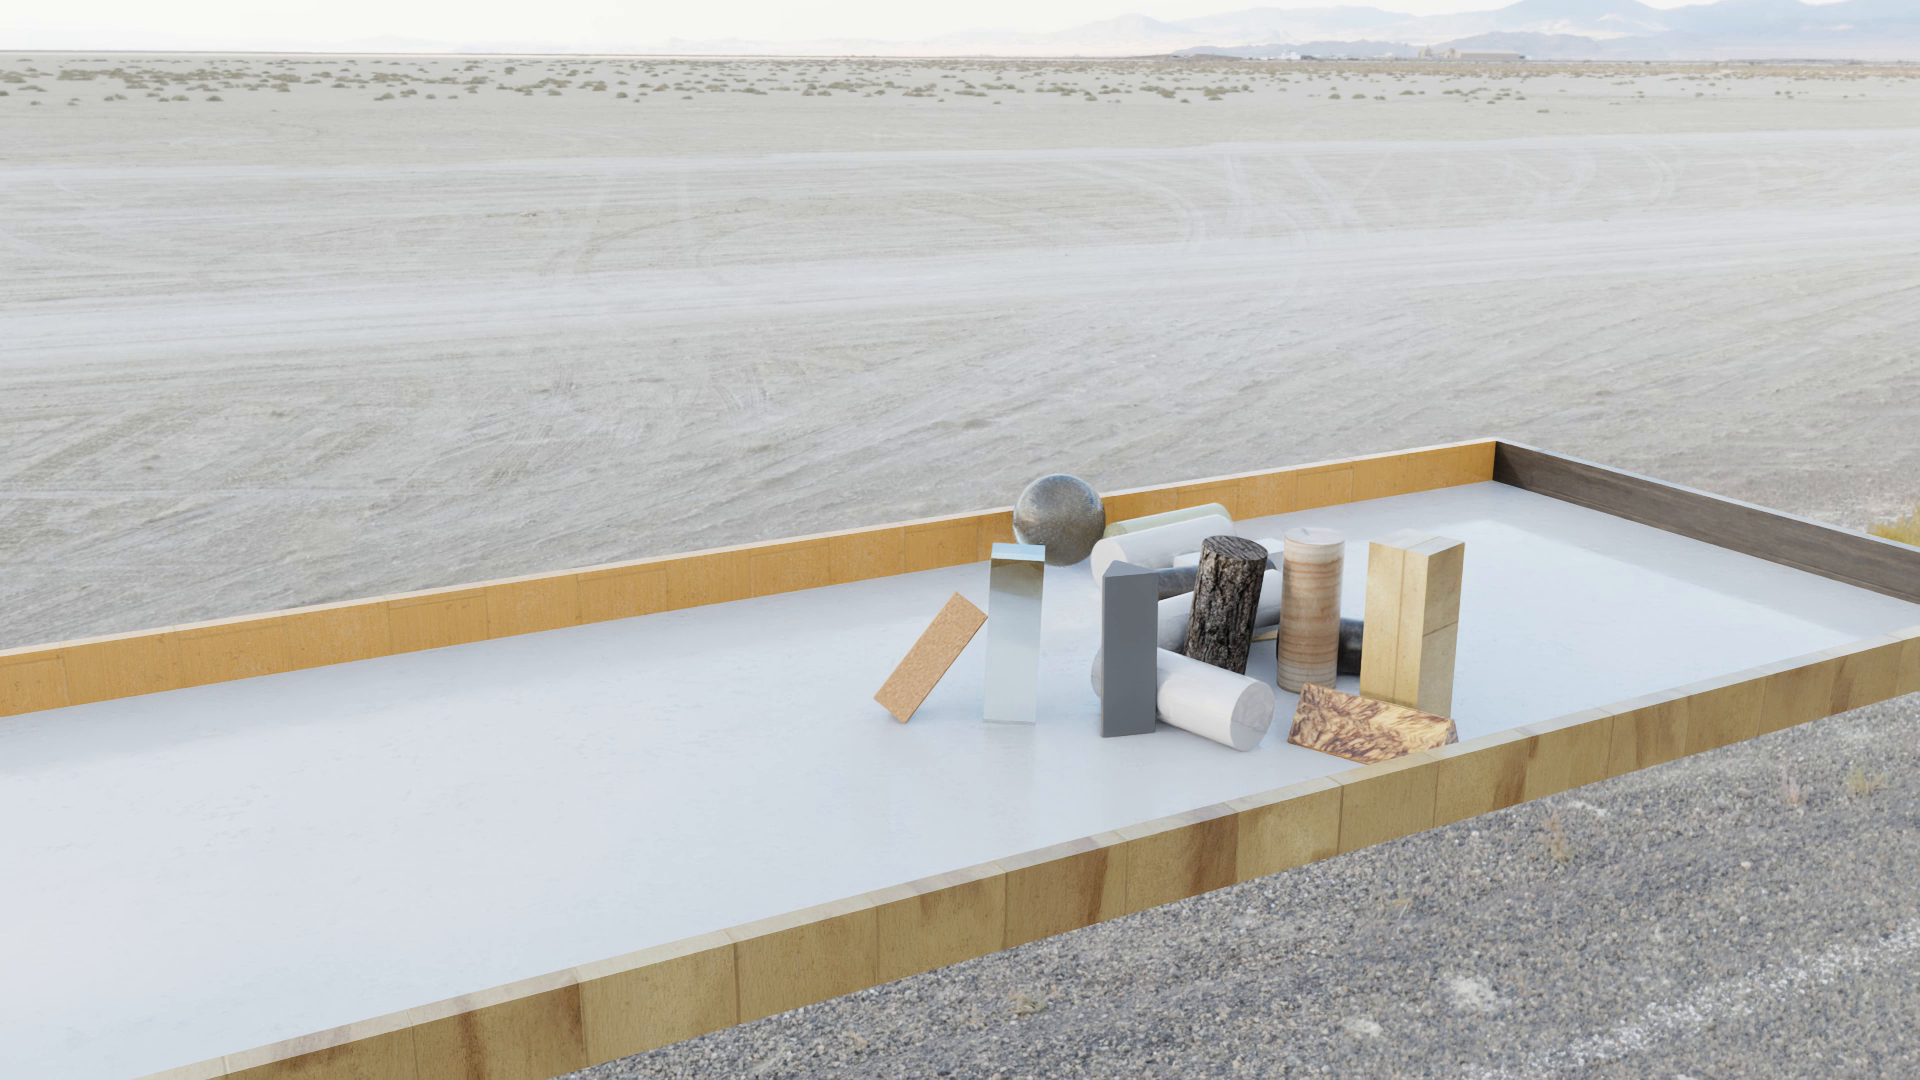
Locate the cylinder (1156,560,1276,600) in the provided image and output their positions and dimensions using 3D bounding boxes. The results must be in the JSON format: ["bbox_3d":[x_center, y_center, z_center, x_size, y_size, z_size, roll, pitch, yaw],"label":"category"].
[{"bbox_3d":[0.680,0.145,4.586,0.392,0.156,0.156,-6,17,-18],"label":"cylinder"}]

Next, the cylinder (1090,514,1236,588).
[{"bbox_3d":[0.614,0.041,4.922,0.444,0.167,0.167,-12,20,-35],"label":"cylinder"}]

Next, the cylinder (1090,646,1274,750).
[{"bbox_3d":[0.516,0.353,3.863,0.163,0.163,0.420,-15,22,-41],"label":"cylinder"}]

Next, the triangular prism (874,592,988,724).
[{"bbox_3d":[-0.067,0.279,3.923,0.098,0.319,0.084,38,-1,4],"label":"triangular prism"}]

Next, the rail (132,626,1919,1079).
[{"bbox_3d":[-2.336,1.006,1.665,12.000,0.150,0.050,-9,18,-27],"label":"rail"}]

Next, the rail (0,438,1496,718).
[{"bbox_3d":[-3.305,0.497,3.399,12.000,0.150,0.050,-9,18,-27],"label":"rail"}]

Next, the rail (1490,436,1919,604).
[{"bbox_3d":[2.466,-0.048,5.253,0.050,0.150,2.100,-9,18,-27],"label":"rail"}]

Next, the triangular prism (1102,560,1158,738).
[{"bbox_3d":[0.374,0.249,3.815,0.132,0.390,0.114,-5,17,-13],"label":"triangular prism"}]

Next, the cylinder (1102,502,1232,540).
[{"bbox_3d":[0.649,-0.013,5.138,0.411,0.147,0.147,-11,20,-33],"label":"cylinder"}]

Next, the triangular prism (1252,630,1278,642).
[{"bbox_3d":[0.782,0.191,4.470,0.448,0.125,0.144,-5,18,-18],"label":"triangular prism"}]

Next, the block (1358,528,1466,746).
[{"bbox_3d":[1.036,0.221,3.795,0.152,0.454,0.152,-15,22,-41],"label":"block"}]

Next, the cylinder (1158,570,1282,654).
[{"bbox_3d":[0.641,0.206,4.289,0.453,0.158,0.158,-14,21,-23],"label":"cylinder"}]

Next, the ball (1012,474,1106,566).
[{"bbox_3d":[0.304,-0.061,5.054,0.287,0.287,0.287,0,16,0],"label":"ball"}]

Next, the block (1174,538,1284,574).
[{"bbox_3d":[0.806,0.095,4.815,0.371,0.123,0.123,-10,19,-31],"label":"block"}]

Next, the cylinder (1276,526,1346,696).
[{"bbox_3d":[0.864,0.175,4.065,0.145,0.389,0.145,0,17,0],"label":"cylinder"}]

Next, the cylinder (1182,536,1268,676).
[{"bbox_3d":[0.653,0.180,4.090,0.161,0.349,0.161,6,21,-2],"label":"cylinder"}]

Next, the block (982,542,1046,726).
[{"bbox_3d":[0.127,0.221,3.875,0.123,0.405,0.123,3,17,3],"label":"block"}]

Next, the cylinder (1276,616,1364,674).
[{"bbox_3d":[0.974,0.265,4.207,0.307,0.139,0.139,7,18,22],"label":"cylinder"}]
